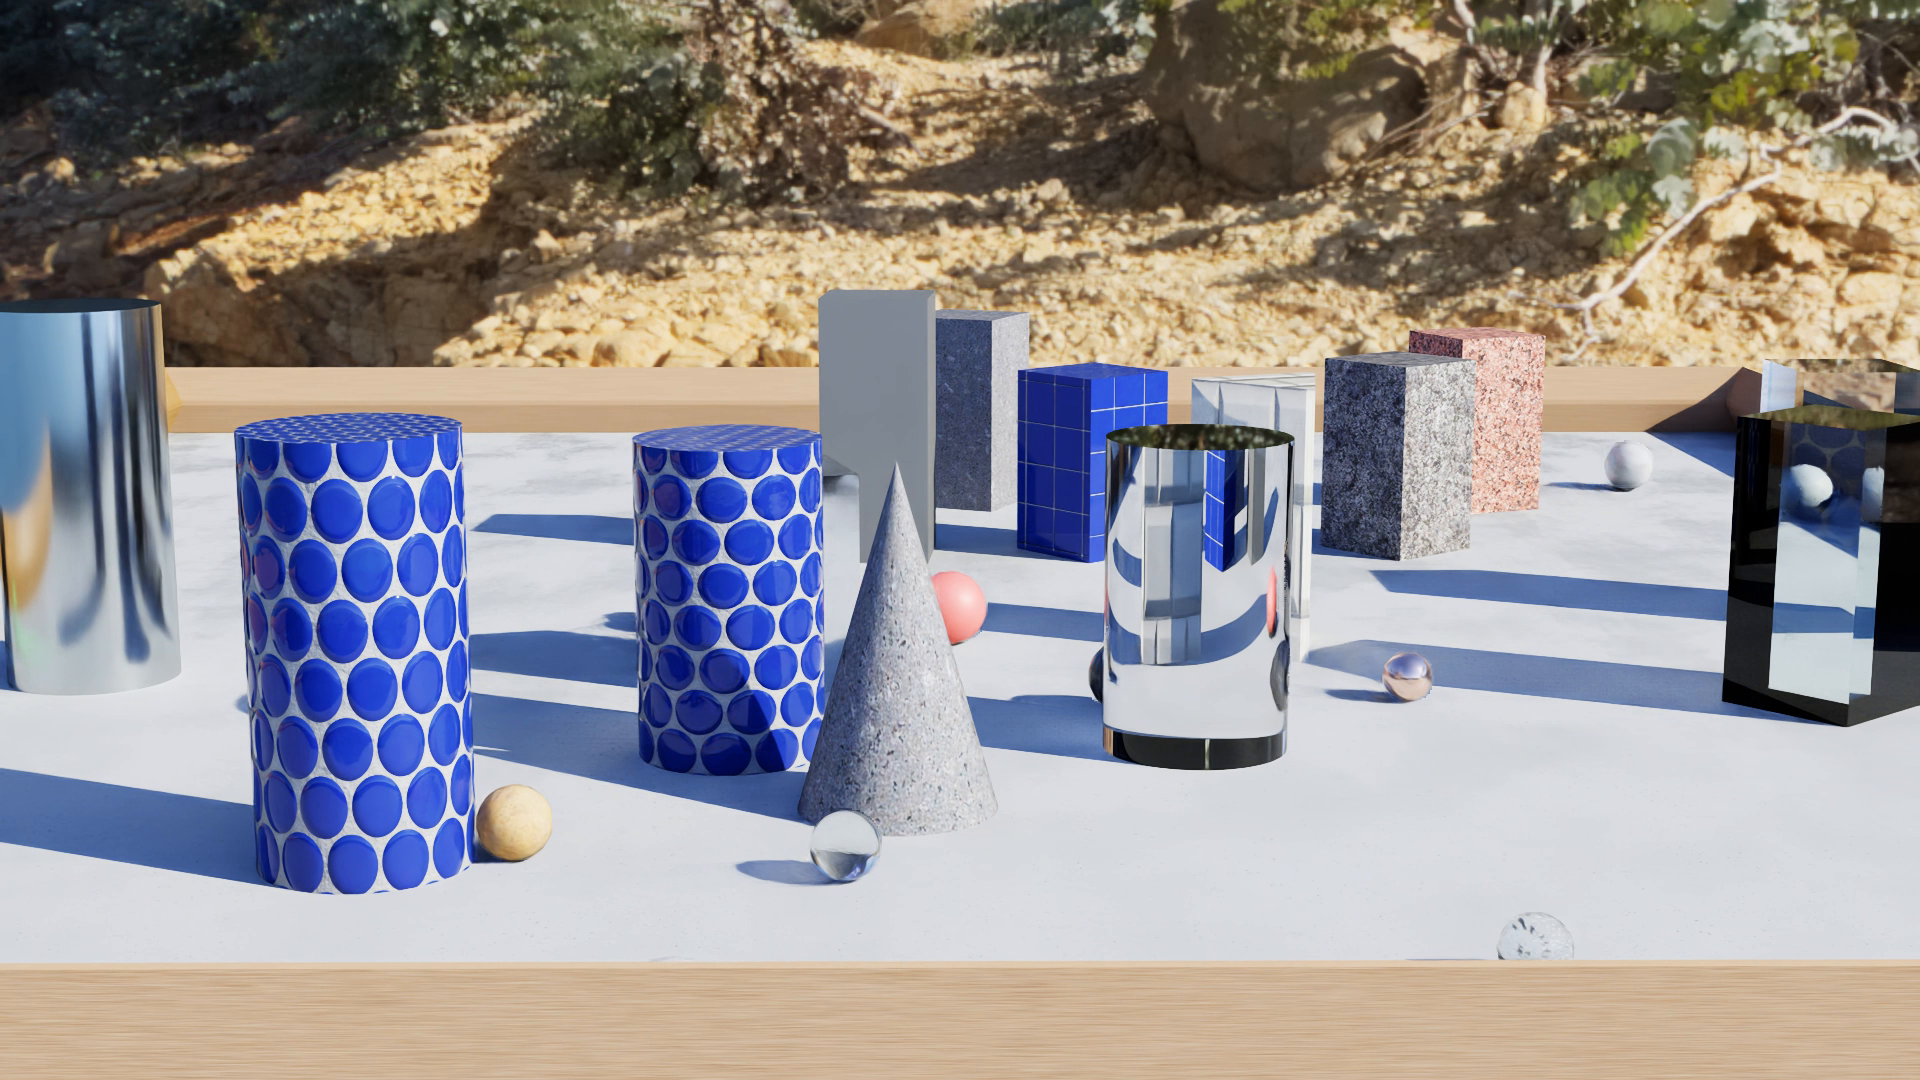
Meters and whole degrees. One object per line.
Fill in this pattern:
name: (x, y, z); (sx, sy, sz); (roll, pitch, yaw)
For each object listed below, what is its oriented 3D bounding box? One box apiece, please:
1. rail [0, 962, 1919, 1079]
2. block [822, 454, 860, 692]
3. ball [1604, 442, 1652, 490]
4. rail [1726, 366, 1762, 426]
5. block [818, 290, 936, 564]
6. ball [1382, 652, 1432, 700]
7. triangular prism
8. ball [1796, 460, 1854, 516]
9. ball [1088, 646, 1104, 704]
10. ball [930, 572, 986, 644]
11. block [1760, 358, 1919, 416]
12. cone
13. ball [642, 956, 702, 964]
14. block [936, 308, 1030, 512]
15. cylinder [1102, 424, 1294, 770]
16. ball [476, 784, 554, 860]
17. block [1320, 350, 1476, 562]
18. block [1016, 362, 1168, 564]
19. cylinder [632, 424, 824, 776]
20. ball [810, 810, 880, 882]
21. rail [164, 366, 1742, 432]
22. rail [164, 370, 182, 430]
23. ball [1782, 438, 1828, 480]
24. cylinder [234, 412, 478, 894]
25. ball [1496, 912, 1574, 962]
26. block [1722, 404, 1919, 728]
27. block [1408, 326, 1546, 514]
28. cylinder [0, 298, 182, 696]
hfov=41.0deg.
rail: (0.010, 0.345, 1.763); (3.168, 0.130, 0.045); (0, 10, 0)
block: (-0.217, 0.041, 3.065); (0.160, 0.258, 0.160); (-3, 11, -16)
ball: (1.162, -0.128, 4.462); (0.082, 0.082, 0.082); (0, 10, 0)
rail: (1.560, 0.032, 3.457); (0.045, 0.130, 3.476); (0, 10, 0)
block: (-0.122, -0.173, 3.848); (0.160, 0.392, 0.160); (1, 10, 4)
ball: (0.520, 0.158, 2.979); (0.057, 0.057, 0.057); (0, 10, 0)
triangular prism: (0.404, -0.037, 3.255); (0.173, 0.340, 0.150); (8, 13, 37)
ball: (1.418, -0.085, 4.208); (0.090, 0.090, 0.090); (0, 10, 0)
ball: (0.187, 0.155, 2.931); (0.081, 0.081, 0.081); (0, 10, 0)
ball: (-0.013, 0.086, 3.270); (0.093, 0.093, 0.093); (0, 10, 0)
block: (1.169, -0.066, 3.424); (0.160, 0.336, 0.160); (0, 10, -2)
cone: (-0.062, 0.094, 2.523); (0.200, 0.349, 0.200); (0, 10, 0)
ball: (-0.206, 0.348, 1.834); (0.100, 0.100, 0.100); (0, 10, 0)
block: (0.011, -0.221, 4.317); (0.160, 0.317, 0.160); (5, 11, 24)
cylinder: (0.255, 0.057, 2.754); (0.200, 0.339, 0.200); (0, 10, 0)
ball: (-0.413, 0.262, 2.381); (0.070, 0.070, 0.070); (0, 10, 0)
block: (0.666, -0.131, 3.905); (0.160, 0.290, 0.160); (-9, 13, -39)
block: (0.200, -0.121, 3.891); (0.160, 0.274, 0.160); (-9, 14, -40)
cylinder: (-0.245, 0.060, 2.733); (0.200, 0.341, 0.200); (0, 10, 0)
ball: (-0.104, 0.277, 2.320); (0.064, 0.064, 0.064); (0, 10, 0)
rail: (-0.010, -0.278, 5.135); (3.168, 0.130, 0.045); (0, 10, 0)
rail: (-1.560, 0.035, 3.440); (0.045, 0.130, 3.476); (0, 10, 0)
ball: (1.500, -0.144, 4.555); (0.078, 0.078, 0.078); (0, 10, 0)
cylinder: (-0.550, 0.098, 2.345); (0.200, 0.406, 0.200); (0, 10, 0)
ball: (0.460, 0.328, 2.051); (0.061, 0.061, 0.061); (0, 10, 0)
block: (0.998, 0.025, 2.941); (0.160, 0.334, 0.160); (-9, 14, -40)
block: (0.859, -0.202, 4.288); (0.160, 0.289, 0.160); (-4, 11, -22)
cylinder: (-1.046, -0.056, 3.063); (0.200, 0.448, 0.200); (0, 10, 0)
